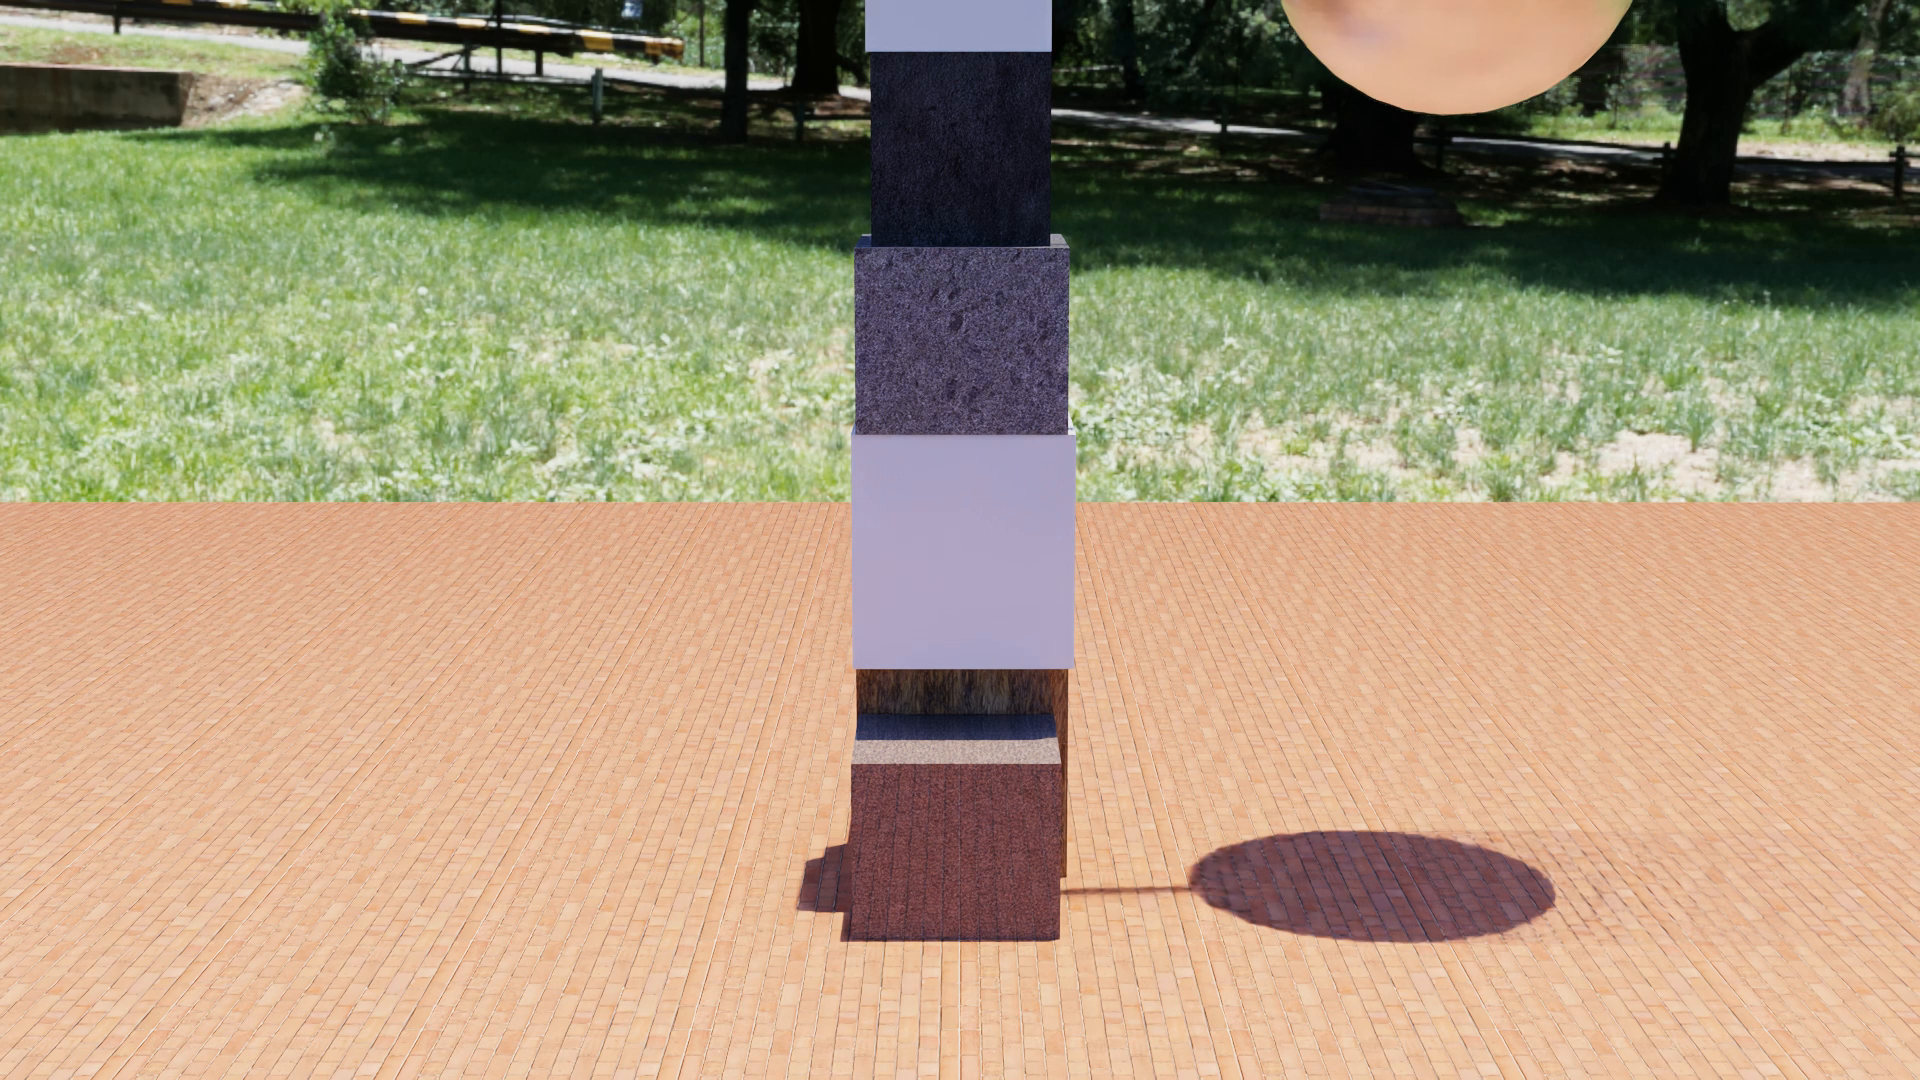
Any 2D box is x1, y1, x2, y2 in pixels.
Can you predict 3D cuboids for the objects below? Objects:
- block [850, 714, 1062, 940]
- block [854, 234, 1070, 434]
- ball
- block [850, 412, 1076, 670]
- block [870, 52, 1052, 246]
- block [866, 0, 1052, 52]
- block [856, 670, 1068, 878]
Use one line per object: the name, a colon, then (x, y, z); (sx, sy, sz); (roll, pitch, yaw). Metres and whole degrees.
block: (-0.016, 1.201, 10.877); (0.854, 0.745, 0.819); (0, 10, 0)
block: (0.008, -0.898, 11.017); (0.882, 0.771, 0.927); (0, 10, 0)
ball: (2.074, -2.584, 10.711); (1.600, 1.600, 1.600); (0, 10, 0)
block: (0.014, -0.028, 11.175); (0.934, 0.998, 0.910); (0, 10, 0)
block: (0.004, -1.666, 10.877); (0.740, 0.789, 0.723); (0, 10, 0)
block: (-0.006, -2.442, 10.736); (0.758, 0.789, 0.713); (0, 10, 0)
block: (0.010, 0.895, 11.764); (0.926, 1.030, 1.016); (0, 10, 0)
